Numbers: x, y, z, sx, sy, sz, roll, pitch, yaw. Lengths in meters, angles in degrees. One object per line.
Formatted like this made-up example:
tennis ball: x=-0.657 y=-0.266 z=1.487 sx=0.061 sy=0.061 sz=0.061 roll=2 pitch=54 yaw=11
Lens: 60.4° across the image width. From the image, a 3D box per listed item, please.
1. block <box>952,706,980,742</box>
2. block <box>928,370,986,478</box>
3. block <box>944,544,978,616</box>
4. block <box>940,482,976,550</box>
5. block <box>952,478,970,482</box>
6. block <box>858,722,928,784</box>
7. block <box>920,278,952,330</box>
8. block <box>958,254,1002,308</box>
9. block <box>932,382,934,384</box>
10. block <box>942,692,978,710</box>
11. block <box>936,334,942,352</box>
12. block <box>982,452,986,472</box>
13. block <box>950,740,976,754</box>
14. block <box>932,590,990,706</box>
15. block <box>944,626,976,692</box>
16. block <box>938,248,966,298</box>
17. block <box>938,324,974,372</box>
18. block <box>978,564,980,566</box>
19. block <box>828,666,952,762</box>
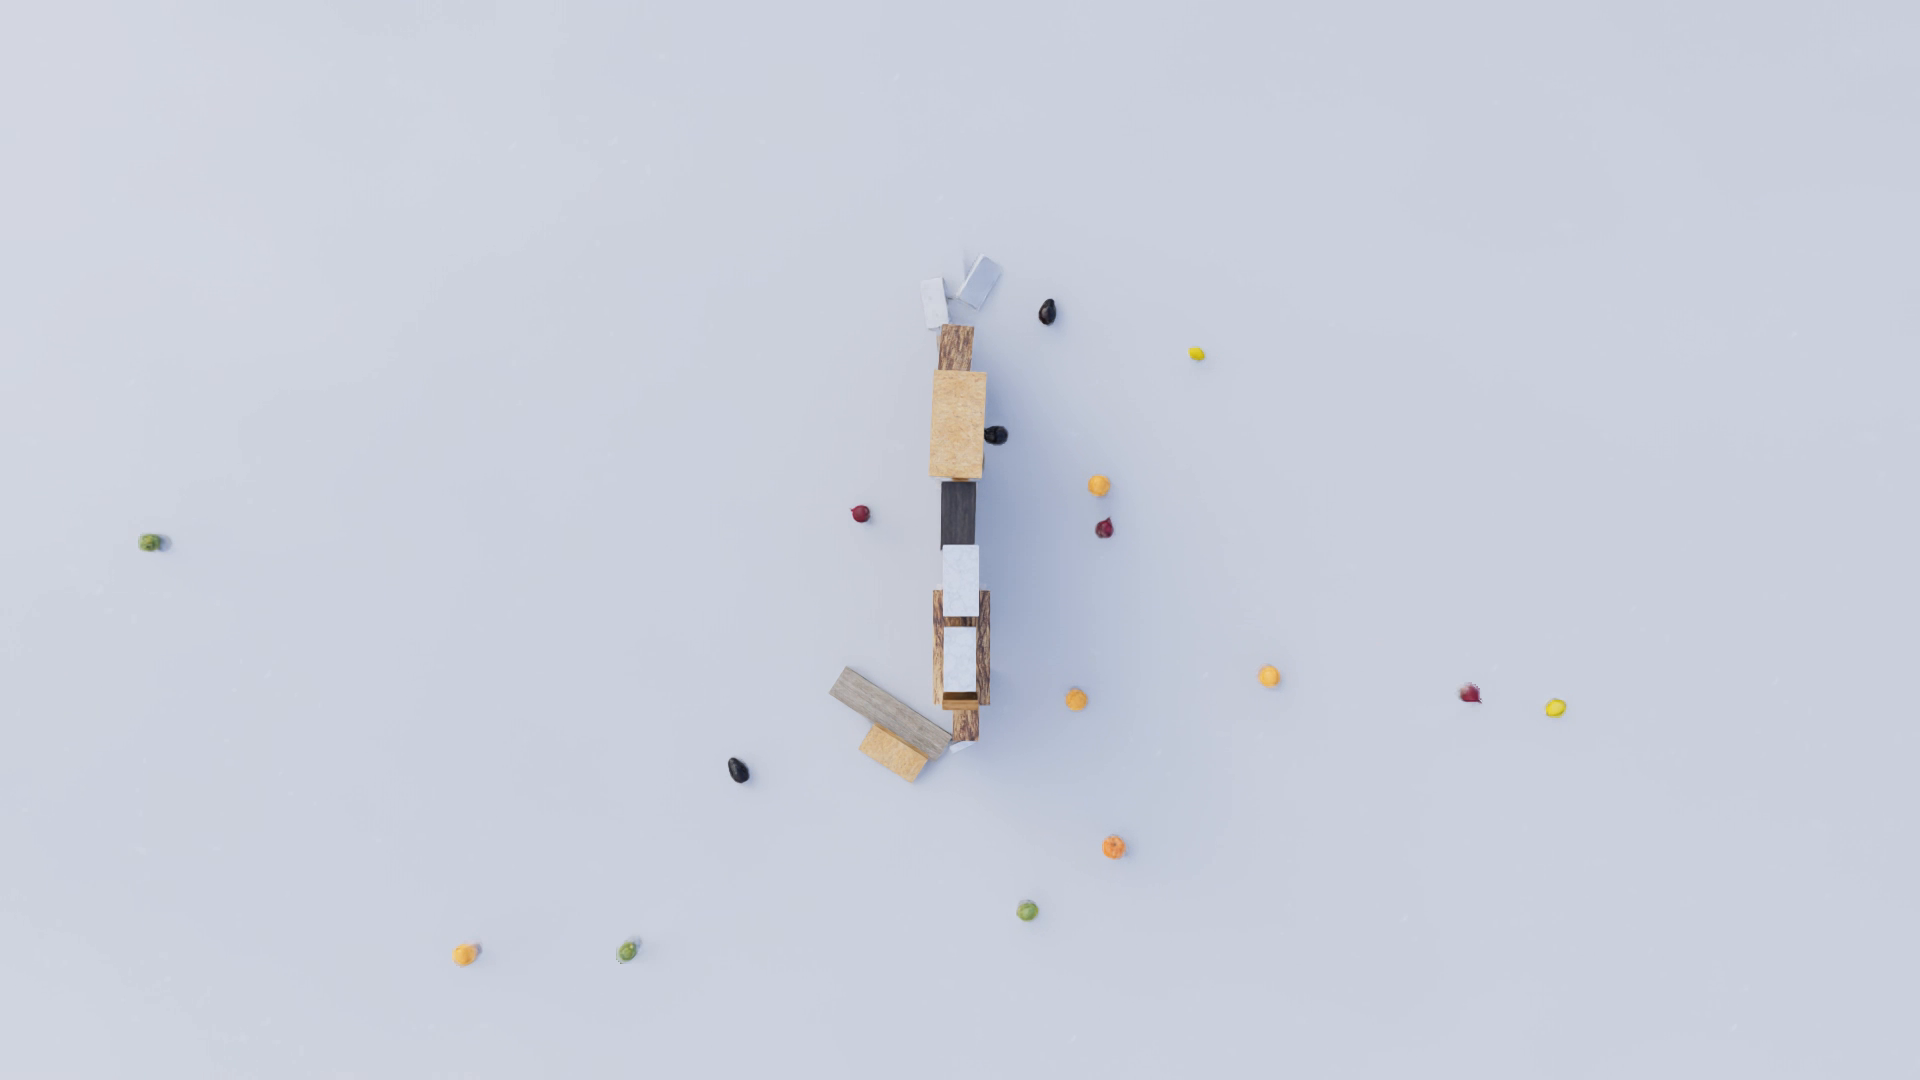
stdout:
block: x=0.020 y=0.562 z=5.318 sx=0.085 sy=0.024 sz=0.169 roll=0 pitch=91 yaw=0
block: x=-0.007 y=-0.341 z=4.874 sx=0.156 sy=0.044 sz=0.312 roll=3 pitch=90 yaw=0
block: x=0.003 y=0.120 z=4.870 sx=0.105 sy=0.030 sz=0.210 roll=0 pitch=89 yaw=0
block: x=-0.005 y=-0.073 z=5.133 sx=0.108 sy=0.031 sz=0.216 roll=1 pitch=90 yaw=0
block: x=0.002 y=-0.155 z=5.378 sx=0.057 sy=0.016 sz=0.114 roll=0 pitch=90 yaw=0
block: x=-0.220 y=0.705 z=5.469 sx=0.211 sy=0.030 sz=0.106 roll=32 pitch=108 yaw=0
block: x=-0.081 y=-0.786 z=5.475 sx=0.080 sy=0.023 sz=0.159 roll=-9 pitch=90 yaw=21
block: x=0.065 y=-0.856 z=5.472 sx=0.080 sy=0.023 sz=0.159 roll=32 pitch=89 yaw=-23
block: x=-0.003 y=-0.447 z=5.052 sx=0.156 sy=0.312 sz=0.044 roll=-1 pitch=90 yaw=0
block: x=0.001 y=0.487 z=4.989 sx=0.106 sy=0.212 sz=0.030 roll=0 pitch=91 yaw=0
block: x=-0.024 y=-0.646 z=5.396 sx=0.103 sy=0.207 sz=0.029 roll=-4 pitch=90 yaw=0
block: x=-0.003 y=-0.237 z=5.052 sx=0.156 sy=0.312 sz=0.044 roll=0 pitch=90 yaw=0
block: x=0.010 y=0.662 z=5.415 sx=0.085 sy=0.169 sz=0.024 roll=-25 pitch=90 yaw=0
block: x=0.005 y=0.333 z=5.120 sx=0.177 sy=0.050 sz=0.355 roll=0 pitch=90 yaw=0
block: x=-0.001 y=0.353 z=4.891 sx=0.095 sy=0.027 sz=0.190 roll=0 pitch=90 yaw=0
block: x=-0.025 y=-0.887 z=5.489 sx=0.080 sy=0.023 sz=0.159 roll=-5 pitch=90 yaw=0
block: x=-0.015 y=-0.583 z=5.278 sx=0.103 sy=0.029 sz=0.207 roll=6 pitch=90 yaw=0
block: x=0.004 y=0.070 z=5.124 sx=0.105 sy=0.478 sz=0.030 roll=-3 pitch=89 yaw=0
block: x=-0.231 y=0.580 z=5.485 sx=0.423 sy=0.030 sz=0.106 roll=33 pitch=90 yaw=0
